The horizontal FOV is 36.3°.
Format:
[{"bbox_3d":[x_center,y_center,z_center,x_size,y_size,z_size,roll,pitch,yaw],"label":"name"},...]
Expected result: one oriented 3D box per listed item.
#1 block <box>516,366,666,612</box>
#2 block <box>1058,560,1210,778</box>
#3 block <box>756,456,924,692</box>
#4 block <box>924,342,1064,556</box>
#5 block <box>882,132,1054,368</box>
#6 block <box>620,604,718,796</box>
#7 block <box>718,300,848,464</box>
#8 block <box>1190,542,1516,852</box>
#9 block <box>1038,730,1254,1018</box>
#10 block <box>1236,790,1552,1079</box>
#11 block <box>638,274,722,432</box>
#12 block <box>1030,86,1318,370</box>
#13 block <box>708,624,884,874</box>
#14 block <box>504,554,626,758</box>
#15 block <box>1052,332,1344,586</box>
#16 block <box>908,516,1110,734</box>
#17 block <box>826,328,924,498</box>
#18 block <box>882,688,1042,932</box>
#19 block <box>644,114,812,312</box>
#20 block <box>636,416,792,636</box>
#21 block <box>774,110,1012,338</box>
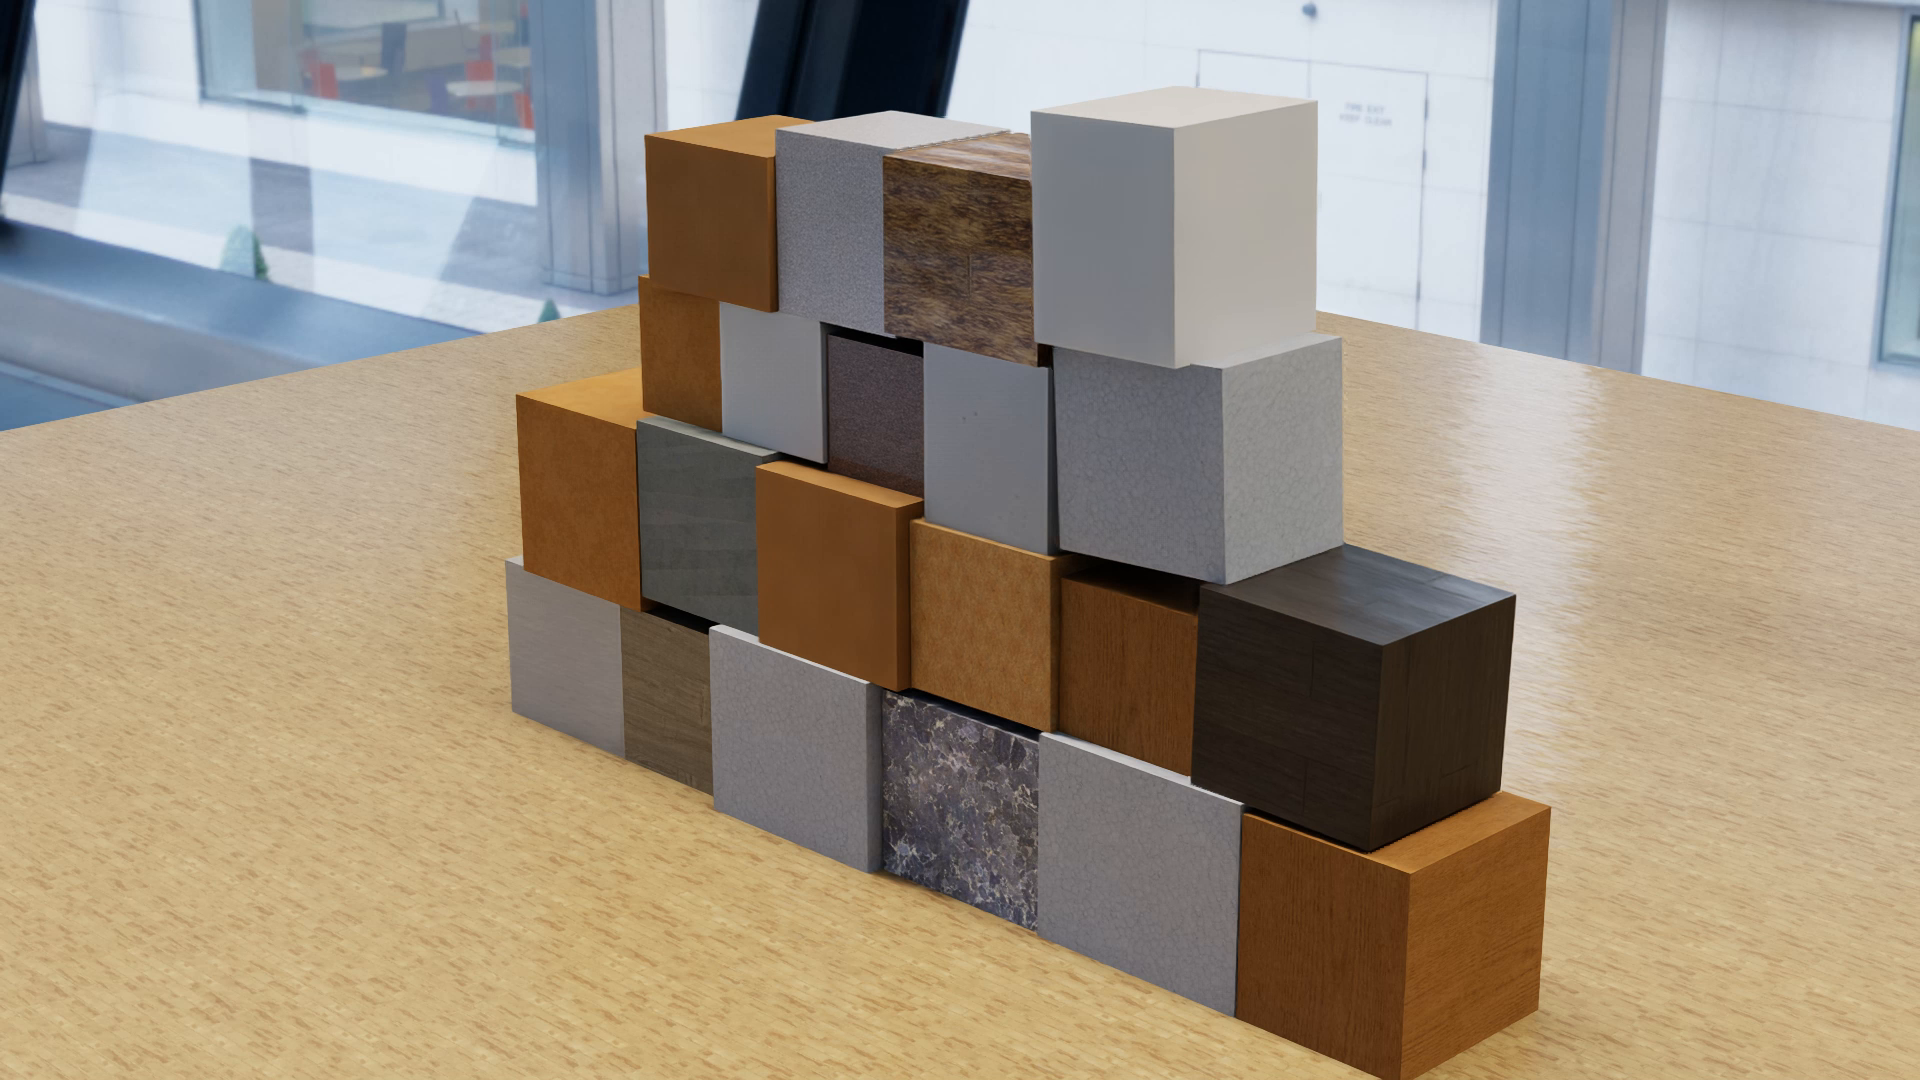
[{"bbox_3d":[-1.569,-0.289,14.899,0.943,0.934,0.947,-17,24,-42],"label":"block"},{"bbox_3d":[0.977,0.489,12.472,0.782,0.696,0.782,-17,24,-42],"label":"block"},{"bbox_3d":[-0.238,0.059,13.630,1.054,0.857,0.932,-17,24,-42],"label":"block"},{"bbox_3d":[0.395,-0.486,12.790,0.820,0.818,0.740,-17,24,-42],"label":"block"},{"bbox_3d":[0.292,-1.268,12.625,0.918,0.775,0.841,16,24,43],"label":"block"},{"bbox_3d":[-1.103,0.705,14.711,0.864,0.833,0.800,-17,24,-42],"label":"block"},{"bbox_3d":[-0.636,-0.811,13.733,0.672,0.667,0.701,-17,24,-42],"label":"block"},{"bbox_3d":[1.584,0.605,11.857,0.877,0.853,0.913,-17,25,-42],"label":"block"},{"bbox_3d":[1.079,1.296,12.643,0.978,0.946,1.117,-17,24,-42],"label":"block"},{"bbox_3d":[1.767,1.525,11.977,0.945,0.909,0.833,-17,24,-42],"label":"block"},{"bbox_3d":[-1.092,-0.956,14.197,0.669,0.669,0.611,-17,24,-42],"label":"block"},{"bbox_3d":[0.880,-1.298,11.982,0.891,0.953,0.764,-17,23,-42],"label":"block"},{"bbox_3d":[-0.413,0.857,14.069,1.118,0.929,1.086,-17,24,-42],"label":"block"},{"bbox_3d":[-1.736,0.516,15.297,0.823,0.842,0.946,-17,24,-42],"label":"block"},{"bbox_3d":[0.992,-0.398,12.189,0.760,0.884,0.912,-17,21,-42],"label":"block"},{"bbox_3d":[0.374,0.283,13.011,0.831,0.776,0.854,-17,23,-42],"label":"block"},{"bbox_3d":[-0.127,-0.615,13.274,0.644,0.643,0.703,-17,24,-42],"label":"block"},{"bbox_3d":[0.319,1.102,13.361,0.911,0.885,0.988,-17,24,-42],"label":"block"},{"bbox_3d":[-0.880,-1.549,13.781,0.817,0.711,0.861,-17,24,-42],"label":"block"},{"bbox_3d":[-0.913,-0.151,14.240,0.910,0.893,0.911,-17,24,-42],"label":"block"},{"bbox_3d":[-0.297,-1.435,13.208,0.772,0.836,0.724,16,24,43],"label":"block"}]
